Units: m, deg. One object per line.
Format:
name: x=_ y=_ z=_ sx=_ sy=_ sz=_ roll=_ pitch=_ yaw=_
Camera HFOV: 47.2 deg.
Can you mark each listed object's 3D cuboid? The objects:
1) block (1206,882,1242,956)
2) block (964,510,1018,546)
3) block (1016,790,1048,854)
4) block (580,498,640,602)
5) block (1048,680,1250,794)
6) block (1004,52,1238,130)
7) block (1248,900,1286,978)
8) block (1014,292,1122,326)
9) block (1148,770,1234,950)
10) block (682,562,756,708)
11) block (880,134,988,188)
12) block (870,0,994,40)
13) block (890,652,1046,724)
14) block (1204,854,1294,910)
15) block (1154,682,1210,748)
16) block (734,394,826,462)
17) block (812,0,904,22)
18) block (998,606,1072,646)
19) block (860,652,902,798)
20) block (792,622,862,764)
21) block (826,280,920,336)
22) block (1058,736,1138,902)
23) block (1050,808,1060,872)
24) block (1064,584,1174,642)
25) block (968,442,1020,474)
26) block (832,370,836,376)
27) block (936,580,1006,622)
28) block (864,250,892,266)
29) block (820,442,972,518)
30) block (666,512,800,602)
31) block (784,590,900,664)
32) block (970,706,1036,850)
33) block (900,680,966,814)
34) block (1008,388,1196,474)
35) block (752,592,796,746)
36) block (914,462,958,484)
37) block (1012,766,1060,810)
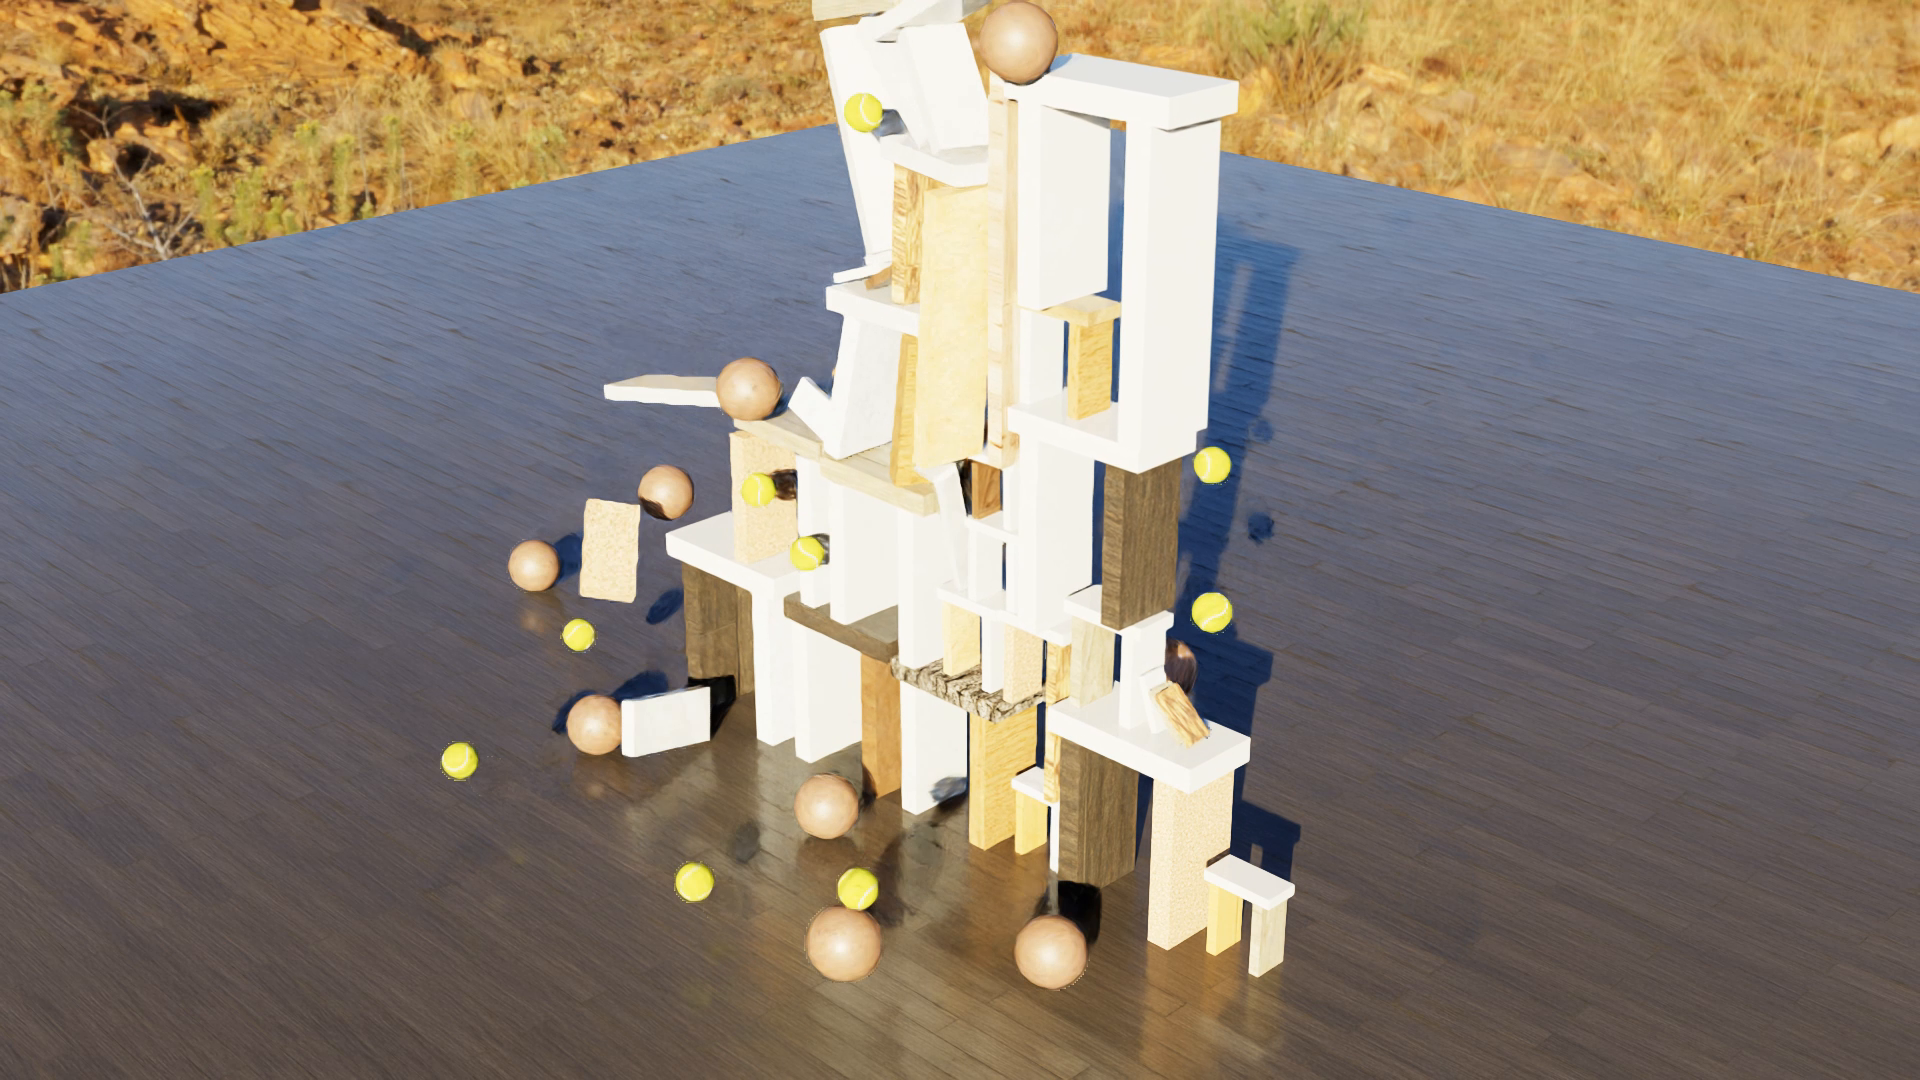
block: x=0.481 y=0.673 z=3.987 sx=0.021 sy=0.146 sz=0.073 roll=21 pitch=31 yaw=41
block: x=0.084 y=-0.025 z=4.106 sx=0.140 sy=0.020 sz=0.070 roll=21 pitch=32 yaw=39
block: x=0.140 y=0.541 z=4.309 sx=0.020 sy=0.138 sz=0.069 roll=21 pitch=31 yaw=41
block: x=-0.764 y=0.022 z=4.802 sx=0.115 sy=0.033 sz=0.230 roll=8 pitch=56 yaw=-17
block: x=0.341 y=0.353 z=4.004 sx=0.337 sy=0.048 sz=0.169 roll=21 pitch=31 yaw=41
block: x=0.261 y=-0.740 z=3.615 sx=0.354 sy=0.050 sz=0.177 roll=21 pitch=31 yaw=40
block: x=0.550 y=0.700 z=3.924 sx=0.021 sy=0.146 sz=0.073 roll=21 pitch=31 yaw=41
block: x=0.187 y=-0.411 z=3.840 sx=0.174 sy=0.025 sz=0.087 roll=21 pitch=31 yaw=40
block: x=0.421 y=0.561 z=4.006 sx=0.048 sy=0.338 sz=0.169 roll=21 pitch=31 yaw=41
block: x=-0.522 y=0.184 z=4.875 sx=0.176 sy=0.353 sz=0.050 roll=-20 pitch=30 yaw=-39
block: x=-0.019 y=-0.678 z=3.903 sx=0.132 sy=0.037 sz=0.264 roll=-12 pitch=26 yaw=-29
block: x=-0.046 y=-0.922 z=3.827 sx=0.117 sy=0.033 sz=0.235 roll=-10 pitch=-1 yaw=-33
block: x=0.016 y=0.272 z=4.325 sx=0.290 sy=0.041 sz=0.145 roll=21 pitch=31 yaw=41
block: x=0.515 y=0.610 z=3.923 sx=0.146 sy=0.021 sz=0.073 roll=21 pitch=31 yaw=41
block: x=0.396 y=0.312 z=3.919 sx=0.054 sy=0.108 sz=0.015 roll=-26 pitch=-10 yaw=-41
block: x=-0.322 y=-0.231 z=4.501 sx=0.141 sy=0.040 sz=0.282 roll=-19 pitch=30 yaw=-38
block: x=-0.142 y=-0.982 z=4.017 sx=0.134 sy=0.038 sz=0.267 roll=-14 pitch=14 yaw=-34
block: x=0.160 y=0.151 z=4.107 sx=0.082 sy=0.023 sz=0.164 roll=-21 pitch=31 yaw=-40
block: x=-0.129 y=0.357 z=4.516 sx=0.158 sy=0.316 sz=0.045 roll=-21 pitch=31 yaw=-40
block: x=-0.277 y=0.299 z=4.652 sx=0.045 sy=0.316 sz=0.158 roll=21 pitch=31 yaw=40
block: x=-0.102 y=-0.441 z=4.131 sx=0.151 sy=0.043 sz=0.302 roll=-16 pitch=25 yaw=-35
block: x=0.262 y=0.499 z=4.152 sx=0.048 sy=0.338 sz=0.169 roll=21 pitch=31 yaw=41
block: x=0.206 y=0.567 z=4.248 sx=0.020 sy=0.138 sz=0.069 roll=22 pitch=31 yaw=40
block: x=0.285 y=0.131 z=3.966 sx=0.182 sy=0.026 sz=0.091 roll=21 pitch=31 yaw=40
block: x=0.077 y=-0.154 z=4.060 sx=0.118 sy=0.017 sz=0.059 roll=21 pitch=32 yaw=40
block: x=-0.195 y=-0.306 z=4.478 sx=0.071 sy=0.020 sz=0.142 roll=-35 pitch=68 yaw=3
block: x=0.039 y=0.111 z=4.218 sx=0.158 sy=0.022 sz=0.079 roll=21 pitch=32 yaw=40
block: x=-0.114 y=-0.538 z=4.139 sx=0.065 sy=0.018 sz=0.131 roll=-16 pitch=8 yaw=-37
block: x=-0.119 y=-0.125 z=4.305 sx=0.151 sy=0.043 sz=0.301 roll=-20 pitch=31 yaw=-40
block: x=-0.449 y=0.032 z=4.717 sx=0.353 sy=0.050 sz=0.176 roll=21 pitch=31 yaw=40
block: x=-0.200 y=0.161 z=4.516 sx=0.158 sy=0.045 sz=0.316 roll=-21 pitch=31 yaw=-40
block: x=0.085 y=0.451 z=4.327 sx=0.041 sy=0.290 sz=0.145 roll=21 pitch=31 yaw=41
block: x=-0.052 y=0.398 z=4.453 sx=0.145 sy=0.290 sz=0.041 roll=-21 pitch=31 yaw=-41
block: x=0.247 y=-0.195 z=3.864 sx=0.306 sy=0.043 sz=0.153 roll=21 pitch=31 yaw=40
block: x=-0.358 y=0.248 z=4.723 sx=0.050 sy=0.353 sz=0.176 roll=21 pitch=31 yaw=40
block: x=-0.045 y=-0.131 z=4.047 sx=0.049 sy=0.014 sz=0.098 roll=-35 pitch=25 yaw=-11
block: x=0.174 y=0.482 z=4.247 sx=0.138 sy=0.020 sz=0.069 roll=22 pitch=31 yaw=40
